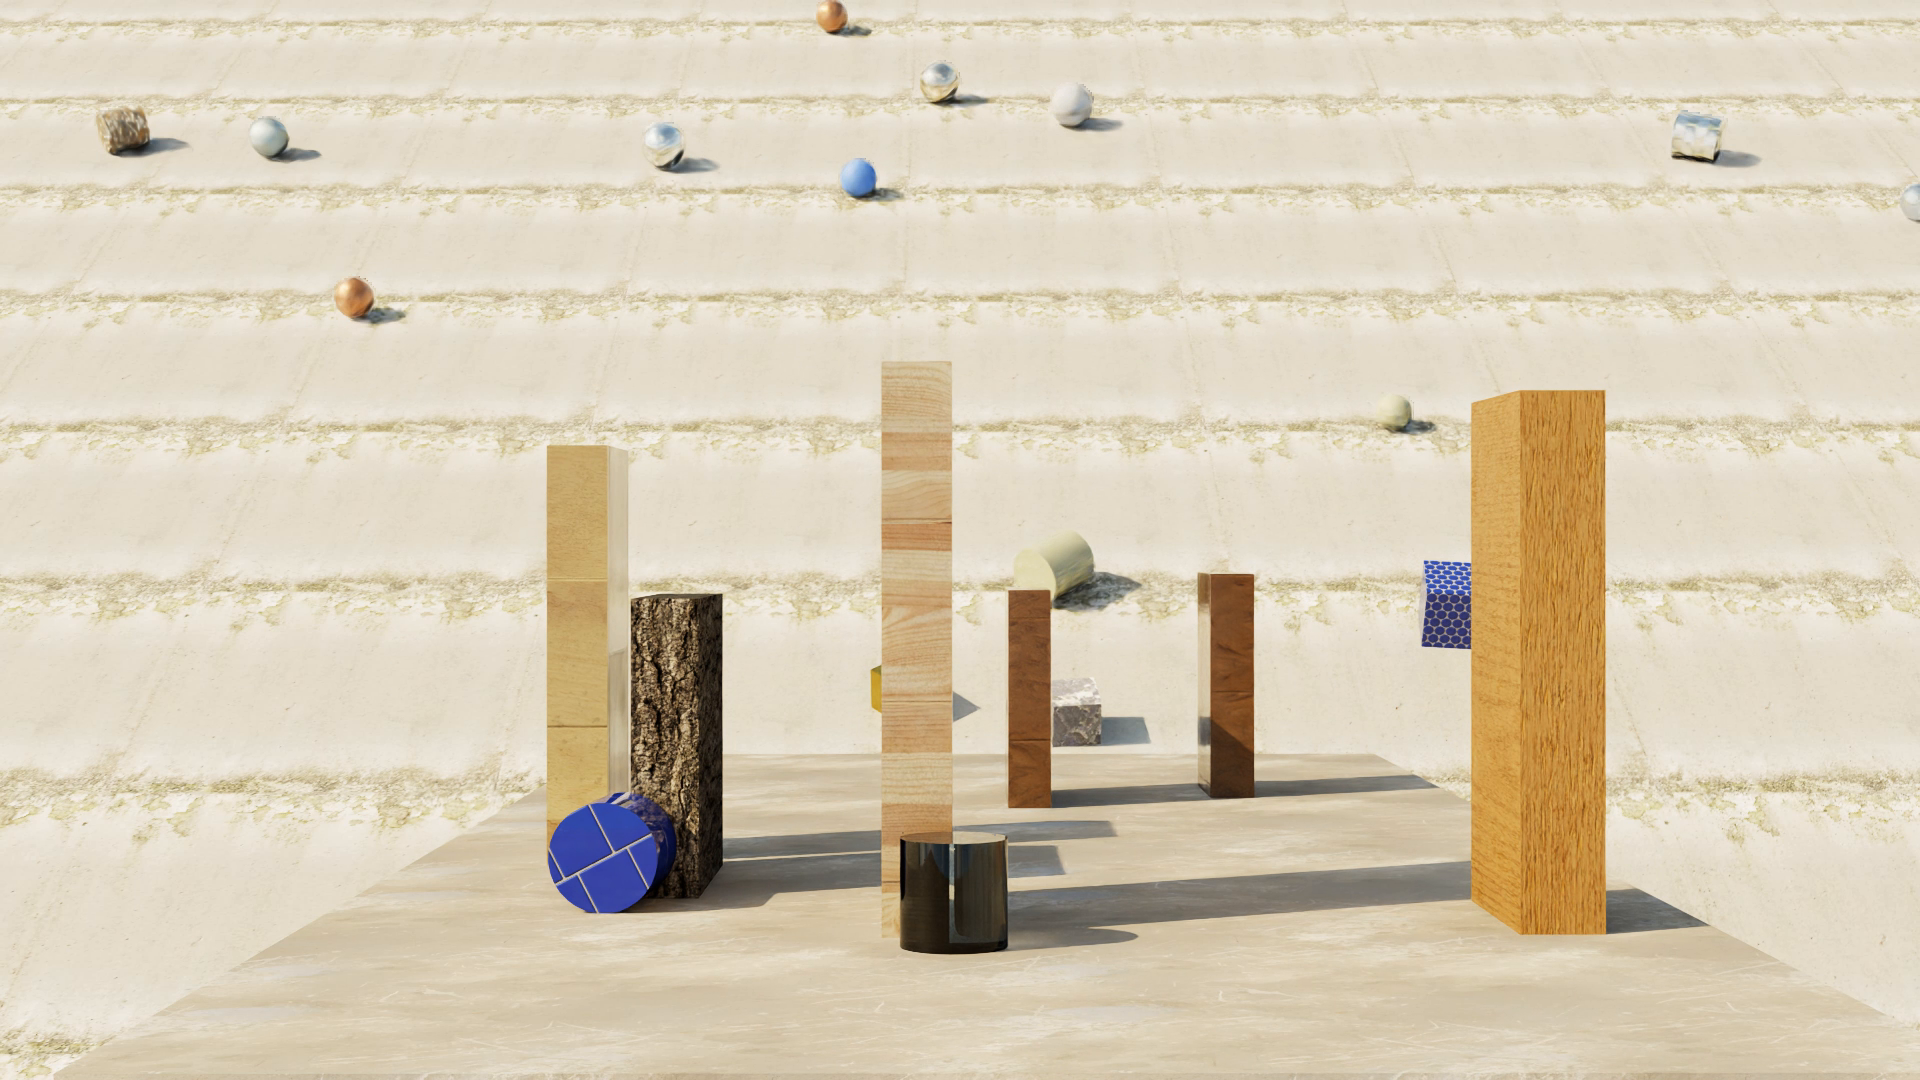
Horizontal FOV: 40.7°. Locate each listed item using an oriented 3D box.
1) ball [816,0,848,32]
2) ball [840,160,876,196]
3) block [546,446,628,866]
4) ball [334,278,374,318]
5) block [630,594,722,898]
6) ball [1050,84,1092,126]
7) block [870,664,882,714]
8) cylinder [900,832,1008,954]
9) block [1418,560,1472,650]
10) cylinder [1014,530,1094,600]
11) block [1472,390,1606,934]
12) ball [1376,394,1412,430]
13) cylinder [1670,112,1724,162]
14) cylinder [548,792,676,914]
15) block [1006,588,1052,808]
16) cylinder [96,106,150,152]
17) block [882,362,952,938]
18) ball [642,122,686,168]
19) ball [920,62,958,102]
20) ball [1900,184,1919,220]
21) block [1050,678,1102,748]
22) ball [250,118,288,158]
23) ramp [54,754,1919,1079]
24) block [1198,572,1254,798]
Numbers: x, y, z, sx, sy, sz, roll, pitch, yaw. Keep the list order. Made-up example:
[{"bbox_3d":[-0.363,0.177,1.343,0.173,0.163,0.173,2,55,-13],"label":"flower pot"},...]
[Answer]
[{"bbox_3d":[-0.581,-2.379,11.747,0.148,0.148,0.148,0,30,0],"label":"ball"},{"bbox_3d":[-0.395,-1.407,10.072,0.143,0.143,0.143,0,30,0],"label":"ball"},{"bbox_3d":[-0.645,0.195,4.497,0.102,0.709,0.280,0,0,0],"label":"block"},{"bbox_3d":[-2.135,-0.853,9.118,0.138,0.138,0.138,0,30,0],"label":"ball"},{"bbox_3d":[-0.453,0.320,4.168,0.104,0.459,0.409,0,0,0],"label":"block"},{"bbox_3d":[0.462,-1.800,10.721,0.173,0.173,0.173,0,30,0],"label":"ball"},{"bbox_3d":[-0.155,0.402,6.967,0.121,0.121,0.121,-24,38,-36],"label":"block"},{"bbox_3d":[-0.009,0.475,3.495,0.147,0.147,0.147,0,0,0],"label":"cylinder"},{"bbox_3d":[1.392,0.183,7.288,0.178,0.178,0.178,3,30,5],"label":"block"},{"bbox_3d":[0.273,0.076,7.485,0.166,0.166,0.166,26,39,38],"label":"cylinder"},{"bbox_3d":[0.837,0.170,3.764,0.119,0.756,0.343,0,0,0],"label":"block"},{"bbox_3d":[1.406,-0.415,8.383,0.117,0.117,0.117,0,30,0],"label":"ball"},{"bbox_3d":[2.967,-1.621,10.411,0.174,0.174,0.174,14,33,23],"label":"cylinder"},{"bbox_3d":[-0.520,0.468,3.883,0.163,0.163,0.163,2,0,4],"label":"cylinder"},{"bbox_3d":[0.142,0.326,5.466,0.088,0.447,0.344,0,0,0],"label":"block"},{"bbox_3d":[-3.397,-1.669,10.502,0.162,0.162,0.162,-19,35,-29],"label":"cylinder"},{"bbox_3d":[-0.060,0.151,3.760,0.097,0.795,0.383,0,0,0],"label":"block"},{"bbox_3d":[-1.185,-1.576,10.330,0.176,0.176,0.176,0,30,0],"label":"ball"},{"bbox_3d":[-0.089,-1.940,10.966,0.169,0.169,0.169,0,30,0],"label":"ball"},{"bbox_3d":[3.659,-1.289,9.874,0.137,0.137,0.137,0,30,0],"label":"ball"},{"bbox_3d":[0.301,0.456,6.865,0.128,0.128,0.128,-3,30,-6],"label":"block"},{"bbox_3d":[-2.785,-1.622,10.430,0.155,0.155,0.155,0,30,0],"label":"ball"},{"bbox_3d":[0.067,0.599,4.658,2.000,0.100,4.000,0,0,0],"label":"ramp"},{"bbox_3d":[0.580,0.311,5.660,0.094,0.477,0.293,0,0,0],"label":"block"}]
